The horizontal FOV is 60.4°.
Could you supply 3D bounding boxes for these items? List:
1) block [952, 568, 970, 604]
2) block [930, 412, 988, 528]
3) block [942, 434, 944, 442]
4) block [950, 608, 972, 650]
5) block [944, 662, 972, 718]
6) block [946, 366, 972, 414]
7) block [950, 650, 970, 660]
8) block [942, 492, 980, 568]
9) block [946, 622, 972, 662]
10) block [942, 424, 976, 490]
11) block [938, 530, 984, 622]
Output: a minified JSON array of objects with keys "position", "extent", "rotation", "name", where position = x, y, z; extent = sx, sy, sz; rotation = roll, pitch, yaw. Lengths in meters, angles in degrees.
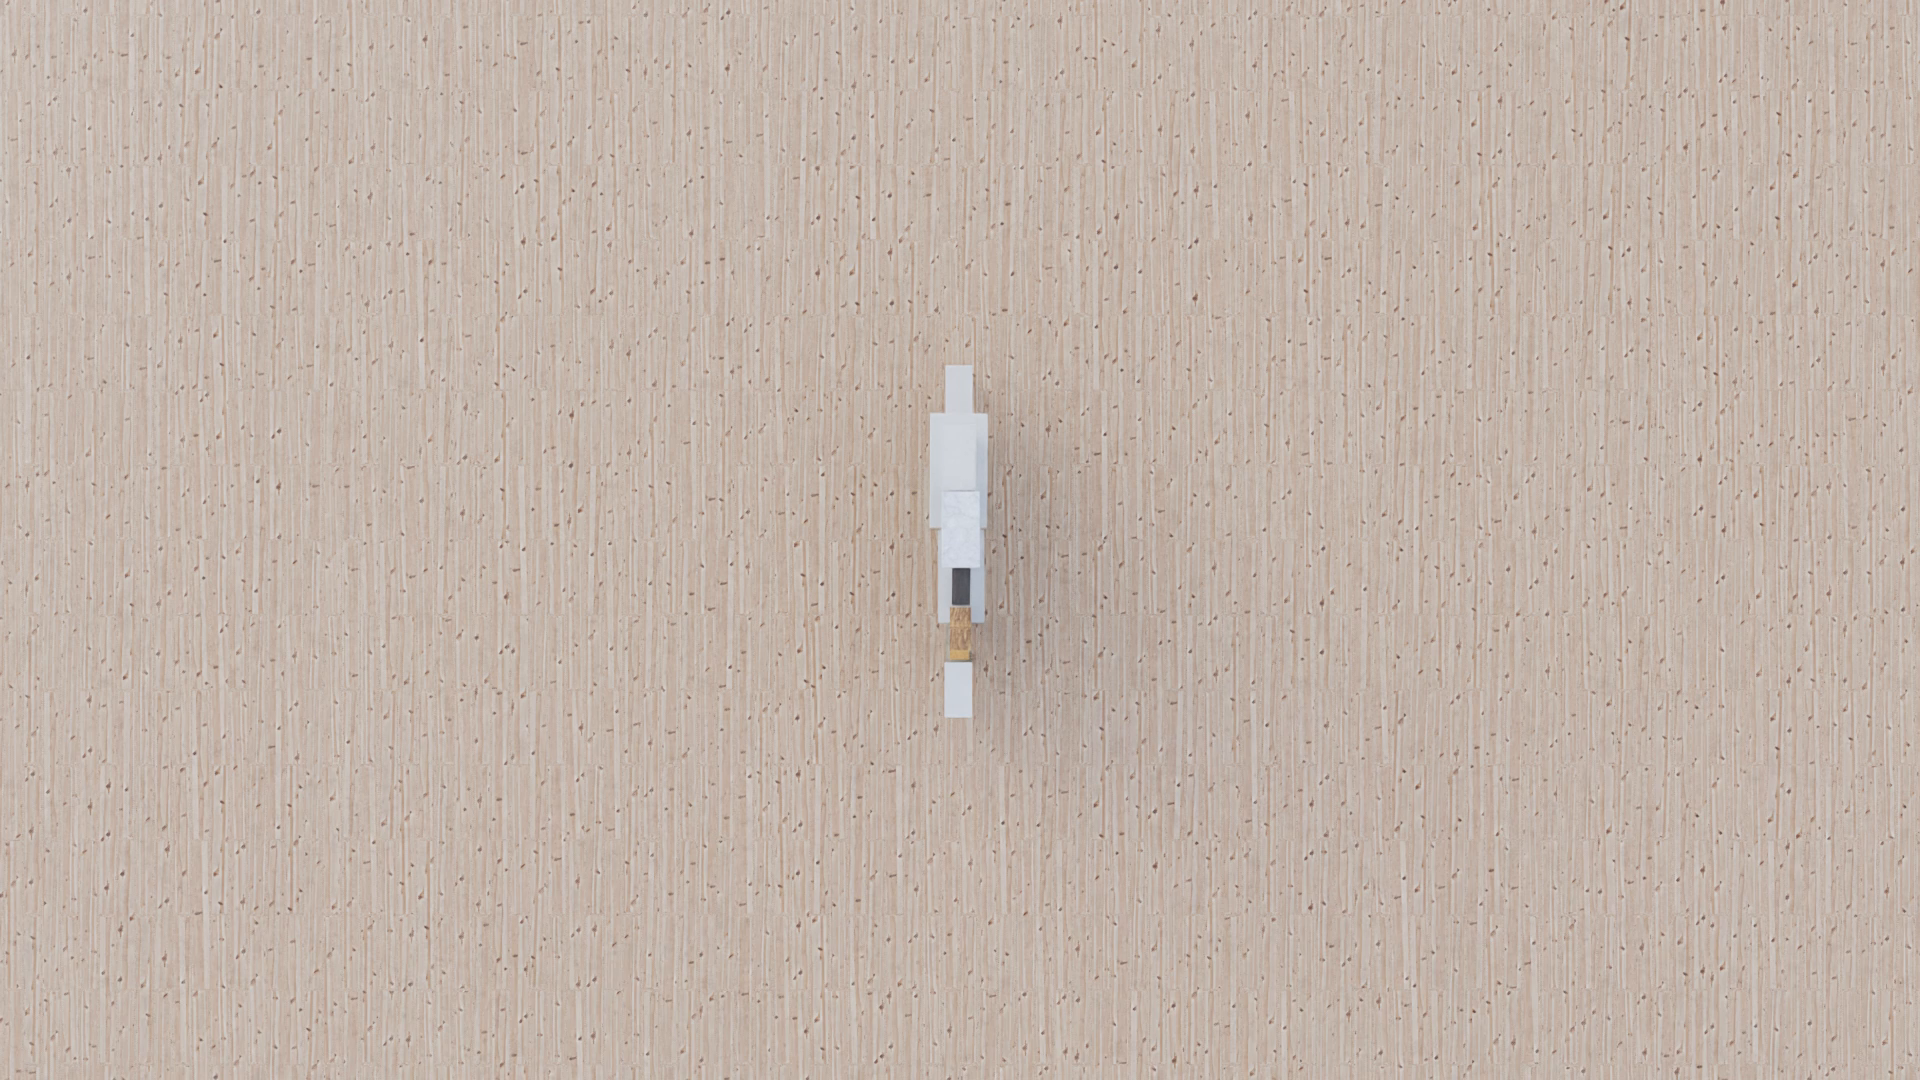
[{"position":[0.003,0.136,4.844],"extent":[0.054,0.015,0.107],"rotation":[1,90,0],"name":"block"},{"position":[-0.005,-0.207,4.930],"extent":[0.171,0.048,0.341],"rotation":[0,90,0],"name":"block"},{"position":[-0.003,-0.297,4.814],"extent":[0.092,0.185,0.026],"rotation":[1,90,0],"name":"block"},{"position":[0.001,0.259,4.824],"extent":[0.063,0.018,0.125],"rotation":[0,90,0],"name":"block"},{"position":[-0.005,0.464,5.125],"extent":[0.085,0.024,0.170],"rotation":[0,90,0],"name":"block"},{"position":[-0.003,-0.464,5.199],"extent":[0.085,0.024,0.170],"rotation":[0,90,0],"name":"block"},{"position":[-0.002,0.315,5.179],"extent":[0.060,0.017,0.120],"rotation":[0,90,0],"name":"block"},{"position":[0.002,-0.030,4.676],"extent":[0.108,0.030,0.215],"rotation":[0,90,0],"name":"block"},{"position":[-0.005,0.335,5.319],"extent":[0.085,0.024,0.169],"rotation":[0,90,0],"name":"block"},{"position":[-0.002,-0.236,4.708],"extent":[0.092,0.026,0.184],"rotation":[1,90,0],"name":"block"},{"position":[0.004,0.109,4.978],"extent":[0.139,0.039,0.278],"rotation":[0,90,0],"name":"block"}]
